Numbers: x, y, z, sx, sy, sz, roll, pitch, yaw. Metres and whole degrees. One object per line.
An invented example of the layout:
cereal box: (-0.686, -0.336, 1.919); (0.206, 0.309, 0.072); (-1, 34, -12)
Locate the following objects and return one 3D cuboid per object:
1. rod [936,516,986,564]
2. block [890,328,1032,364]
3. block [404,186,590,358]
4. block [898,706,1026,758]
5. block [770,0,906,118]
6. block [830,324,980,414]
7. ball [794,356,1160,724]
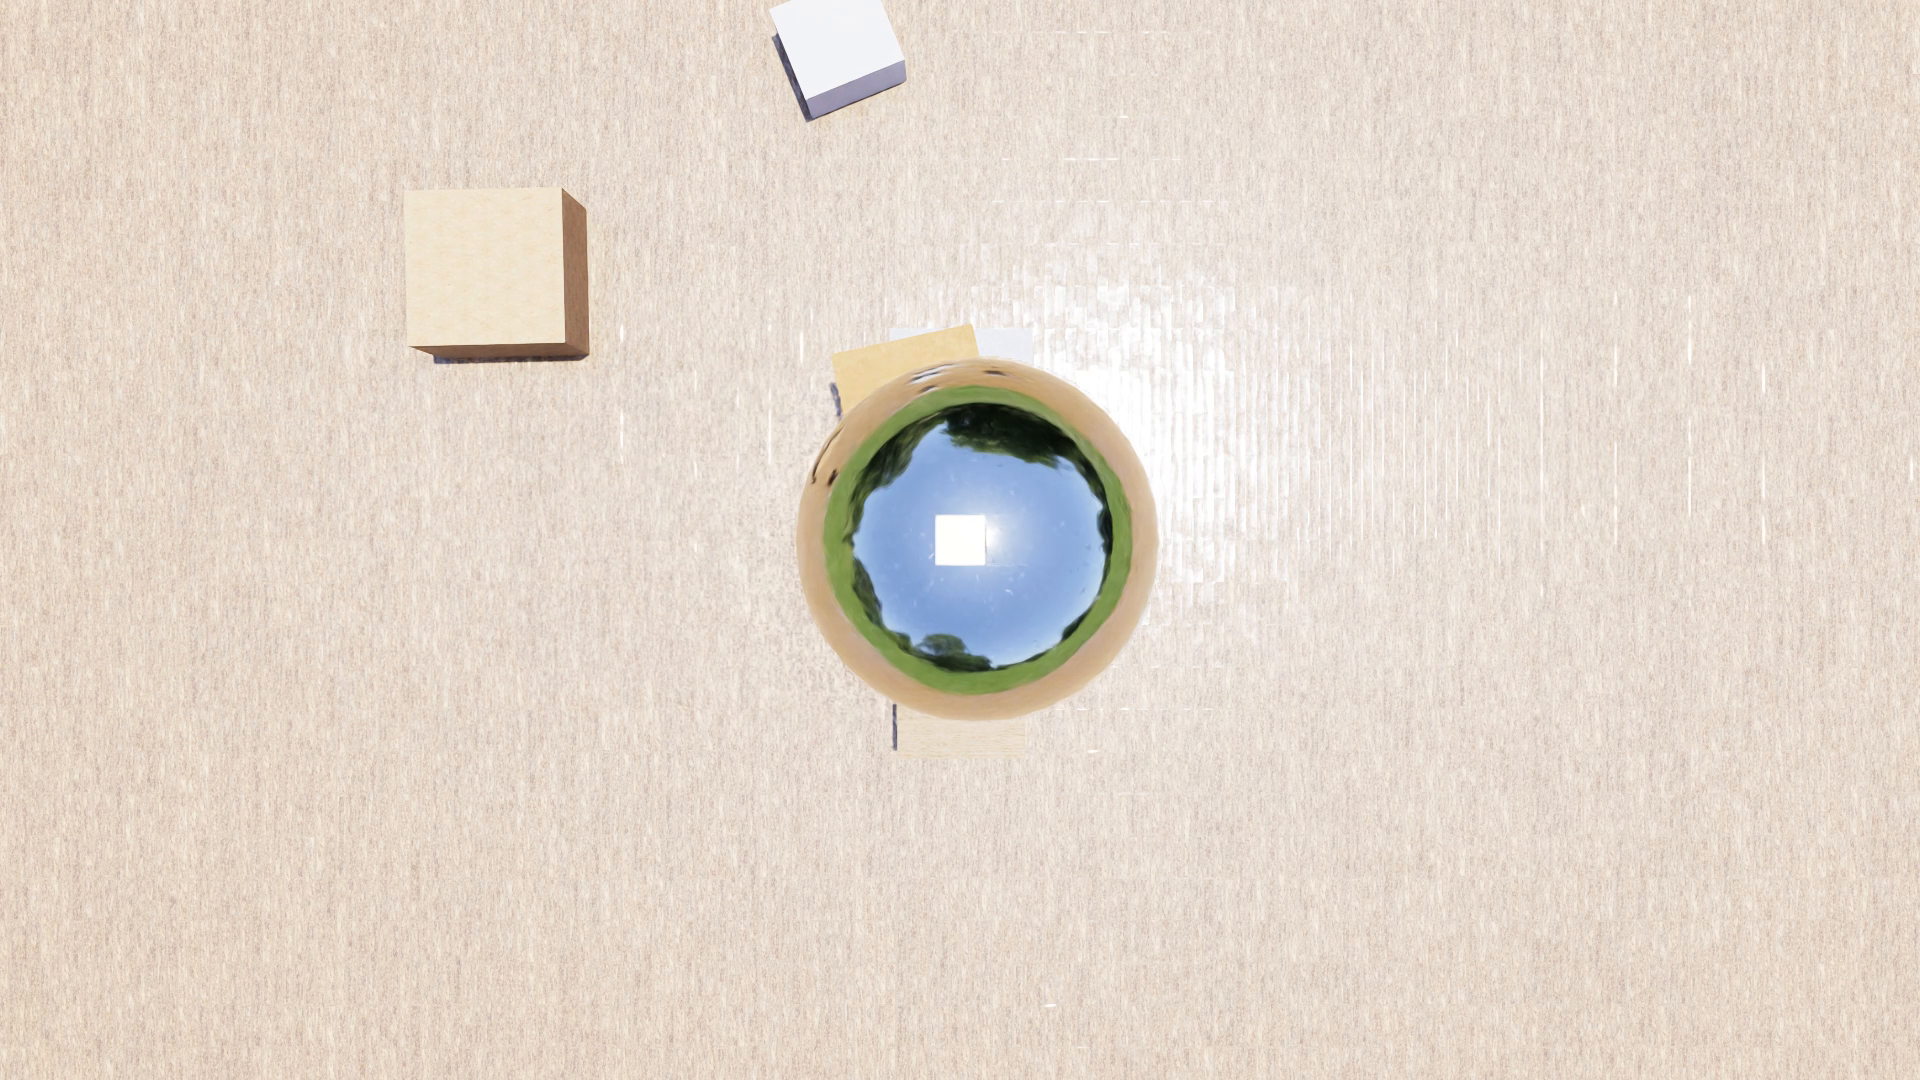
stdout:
rod: (0.033, 0.000, 6.241); (0.080, 5.200, 0.080); (0, 90, 1)
block: (0.004, -0.803, 12.666); (0.803, 0.667, 0.764); (0, 90, 0)
block: (-2.634, -1.515, 12.590); (0.873, 0.819, 0.862); (-1, 90, 0)
block: (0.008, 0.781, 12.567); (0.705, 0.866, 0.852); (0, 90, 0)
block: (-0.696, -2.857, 12.712); (0.604, 0.576, 0.549); (-22, 90, 0)
block: (-0.235, -0.723, 12.001); (0.773, 0.637, 0.687); (-12, 88, 0)
ball: (0.077, 0.000, 9.640); (1.600, 1.600, 1.600); (0, 90, 0)
